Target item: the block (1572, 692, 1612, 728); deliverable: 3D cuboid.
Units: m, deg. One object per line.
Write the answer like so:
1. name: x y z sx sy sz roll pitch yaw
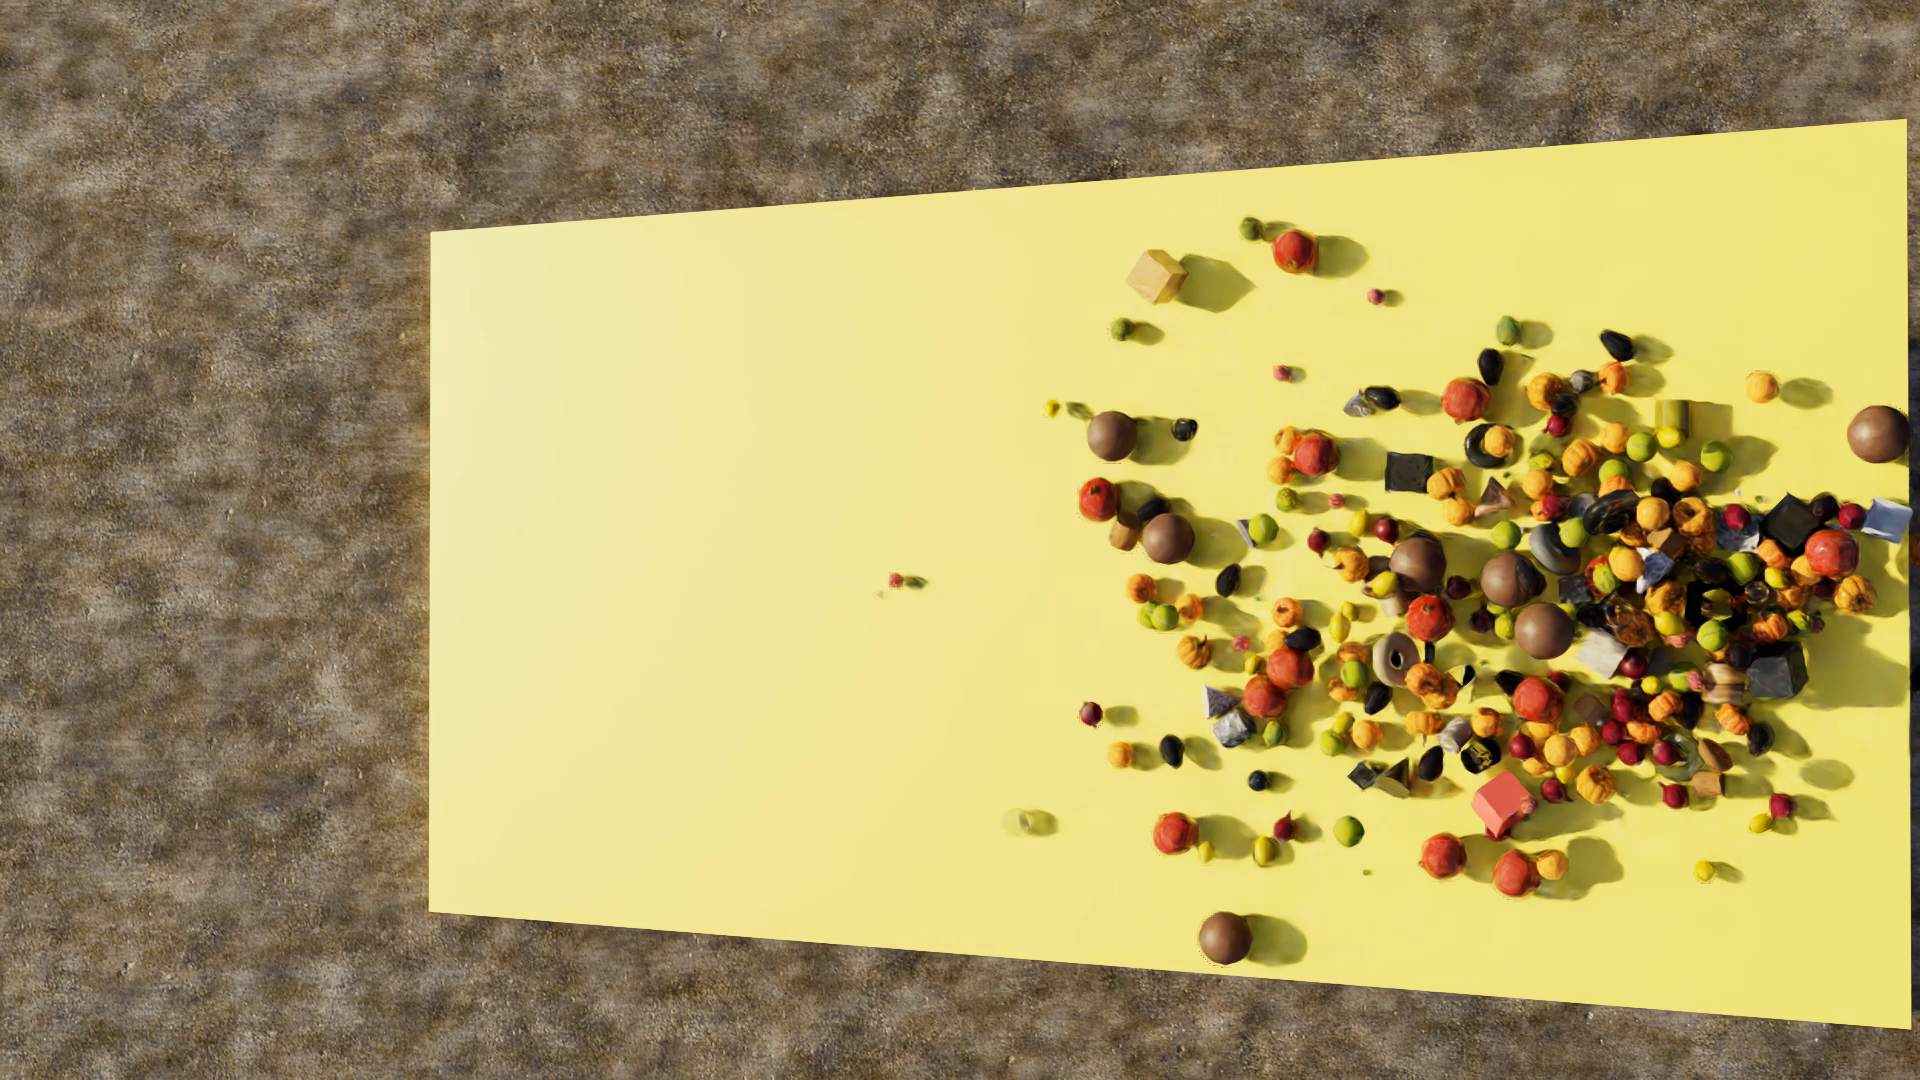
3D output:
1. block: 1.455 0.392 5.068 0.052 0.052 0.052 32 105 -36

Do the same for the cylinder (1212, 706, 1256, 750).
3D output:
1. cylinder: 0.677 0.464 5.419 0.078 0.078 0.078 -38 89 22

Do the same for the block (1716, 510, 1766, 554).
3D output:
1. block: 1.752 -0.018 4.934 0.087 0.087 0.087 6 92 27

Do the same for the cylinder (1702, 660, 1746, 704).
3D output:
1. cylinder: 1.719 0.321 4.947 0.088 0.088 0.088 5 92 0

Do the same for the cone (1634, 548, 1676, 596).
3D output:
1. cone: 1.530 0.083 4.903 0.096 0.096 0.096 28 76 0

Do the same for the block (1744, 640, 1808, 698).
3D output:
1. block: 1.793 0.284 4.829 0.093 0.093 0.093 -4 108 41

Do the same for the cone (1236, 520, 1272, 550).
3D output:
1. cone: 0.738 -0.031 5.422 0.082 0.082 0.082 -27 89 -6

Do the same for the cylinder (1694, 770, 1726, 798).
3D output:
1. cylinder: 1.687 0.549 4.948 0.058 0.058 0.058 -7 89 30

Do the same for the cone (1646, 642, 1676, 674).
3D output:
1. cone: 1.600 0.264 5.033 0.066 0.066 0.066 1 60 0

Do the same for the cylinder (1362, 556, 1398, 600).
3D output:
1. cylinder: 0.989 0.088 5.173 0.079 0.079 0.079 11 70 0

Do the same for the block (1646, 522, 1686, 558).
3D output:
1. block: 1.567 0.000 4.883 0.050 0.050 0.050 31 100 -29

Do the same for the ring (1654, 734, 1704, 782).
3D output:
1. ring: 1.638 0.497 5.009 0.113 0.038 0.113 0 89 25

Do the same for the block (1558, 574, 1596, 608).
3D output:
1. block: 1.426 0.117 5.089 0.063 0.063 0.063 -12 79 29

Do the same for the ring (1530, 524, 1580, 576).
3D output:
1. ring: 1.372 0.022 5.070 0.137 0.137 0.046 42 131 0

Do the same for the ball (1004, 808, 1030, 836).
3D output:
1. ball: 0.147 0.725 5.660 0.072 0.072 0.072 0 89 0

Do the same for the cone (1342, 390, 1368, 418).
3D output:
1. cone: 0.964 -0.340 5.328 0.064 0.064 0.064 14 67 0

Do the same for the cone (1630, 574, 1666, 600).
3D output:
1. cone: 1.536 0.089 4.961 0.081 0.081 0.081 15 89 -35

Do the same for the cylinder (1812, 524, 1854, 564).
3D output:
1. cylinder: 1.927 0.009 4.853 0.062 0.062 0.062 39 78 0

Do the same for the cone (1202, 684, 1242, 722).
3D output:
1. cone: 0.655 0.401 5.450 0.096 0.096 0.096 -3 89 -3

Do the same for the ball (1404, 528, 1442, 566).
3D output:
1. ball: 1.100 0.017 5.228 0.091 0.091 0.091 0 89 0

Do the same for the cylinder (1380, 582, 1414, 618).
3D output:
1. cylinder: 1.041 0.144 5.263 0.072 0.072 0.072 -16 82 0

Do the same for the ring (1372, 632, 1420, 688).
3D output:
1. ring: 1.010 0.278 5.093 0.130 0.043 0.130 4 82 -28

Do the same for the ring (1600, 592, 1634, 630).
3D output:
1. ring: 1.469 0.158 4.916 0.088 0.029 0.088 12 63 -26

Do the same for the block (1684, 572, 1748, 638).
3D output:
1. block: 1.686 0.145 4.897 0.093 0.093 0.093 -15 122 -15

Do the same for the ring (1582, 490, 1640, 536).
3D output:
1. ring: 1.463 -0.061 4.938 0.139 0.139 0.046 -23 58 0

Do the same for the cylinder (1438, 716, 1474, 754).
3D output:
1. cylinder: 1.169 0.461 5.187 0.062 0.062 0.062 -41 89 -26

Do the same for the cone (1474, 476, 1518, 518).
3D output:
1. cone: 1.239 -0.083 5.159 0.095 0.095 0.095 -43 90 1

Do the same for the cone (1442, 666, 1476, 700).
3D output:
1. cone: 1.194 0.352 5.204 0.080 0.080 0.080 -31 120 0

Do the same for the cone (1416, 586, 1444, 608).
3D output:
1. cone: 1.131 0.124 5.248 0.059 0.059 0.059 -27 89 -6

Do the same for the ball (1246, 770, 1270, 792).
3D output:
1. ball: 0.734 0.592 5.405 0.056 0.056 0.056 0 89 0

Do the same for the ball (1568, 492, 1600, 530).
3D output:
1. ball: 1.449 -0.065 5.073 0.087 0.087 0.087 0 89 0

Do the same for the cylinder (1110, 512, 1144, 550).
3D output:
1. cylinder: 0.418 -0.022 5.534 0.070 0.070 0.070 17 126 0

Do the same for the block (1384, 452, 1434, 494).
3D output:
1. block: 1.070 -0.160 5.243 0.091 0.091 0.091 5 92 24

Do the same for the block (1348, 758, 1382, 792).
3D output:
1. block: 0.976 0.566 5.296 0.051 0.051 0.051 44 111 21

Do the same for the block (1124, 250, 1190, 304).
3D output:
1. block: 0.491 -0.655 5.476 0.095 0.095 0.095 44 119 19

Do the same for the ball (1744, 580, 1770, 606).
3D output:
1. ball: 1.747 0.116 4.819 0.054 0.054 0.054 0 89 0

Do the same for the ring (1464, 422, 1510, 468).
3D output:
1. ring: 1.245 -0.223 5.196 0.109 0.036 0.109 0 91 24

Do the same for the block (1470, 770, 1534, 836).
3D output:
1. block: 1.261 0.612 5.118 0.094 0.094 0.094 -30 63 -15

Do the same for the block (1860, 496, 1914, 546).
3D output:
1. block: 2.027 -0.043 4.811 0.083 0.083 0.083 23 99 19

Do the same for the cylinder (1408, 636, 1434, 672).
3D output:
1. cylinder: 1.075 0.269 5.224 0.076 0.076 0.076 9 89 -18

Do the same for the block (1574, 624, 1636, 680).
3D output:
1. block: 1.482 0.256 5.053 0.091 0.091 0.091 34 103 21

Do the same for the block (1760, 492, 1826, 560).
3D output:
1. block: 1.845 -0.030 4.870 0.094 0.094 0.094 -49 61 6

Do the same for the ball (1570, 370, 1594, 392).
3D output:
1. ball: 1.441 -0.369 5.099 0.054 0.054 0.054 0 89 0

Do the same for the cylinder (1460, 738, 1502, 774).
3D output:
1. cylinder: 1.223 0.508 5.164 0.065 0.065 0.065 -24 89 -28

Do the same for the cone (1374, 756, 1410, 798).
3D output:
1. cone: 1.051 0.553 5.253 0.092 0.092 0.092 32 66 0

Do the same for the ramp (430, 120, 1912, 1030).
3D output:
1. ramp: 0.283 0.083 5.701 4.000 0.100 2.000 0 89 24
